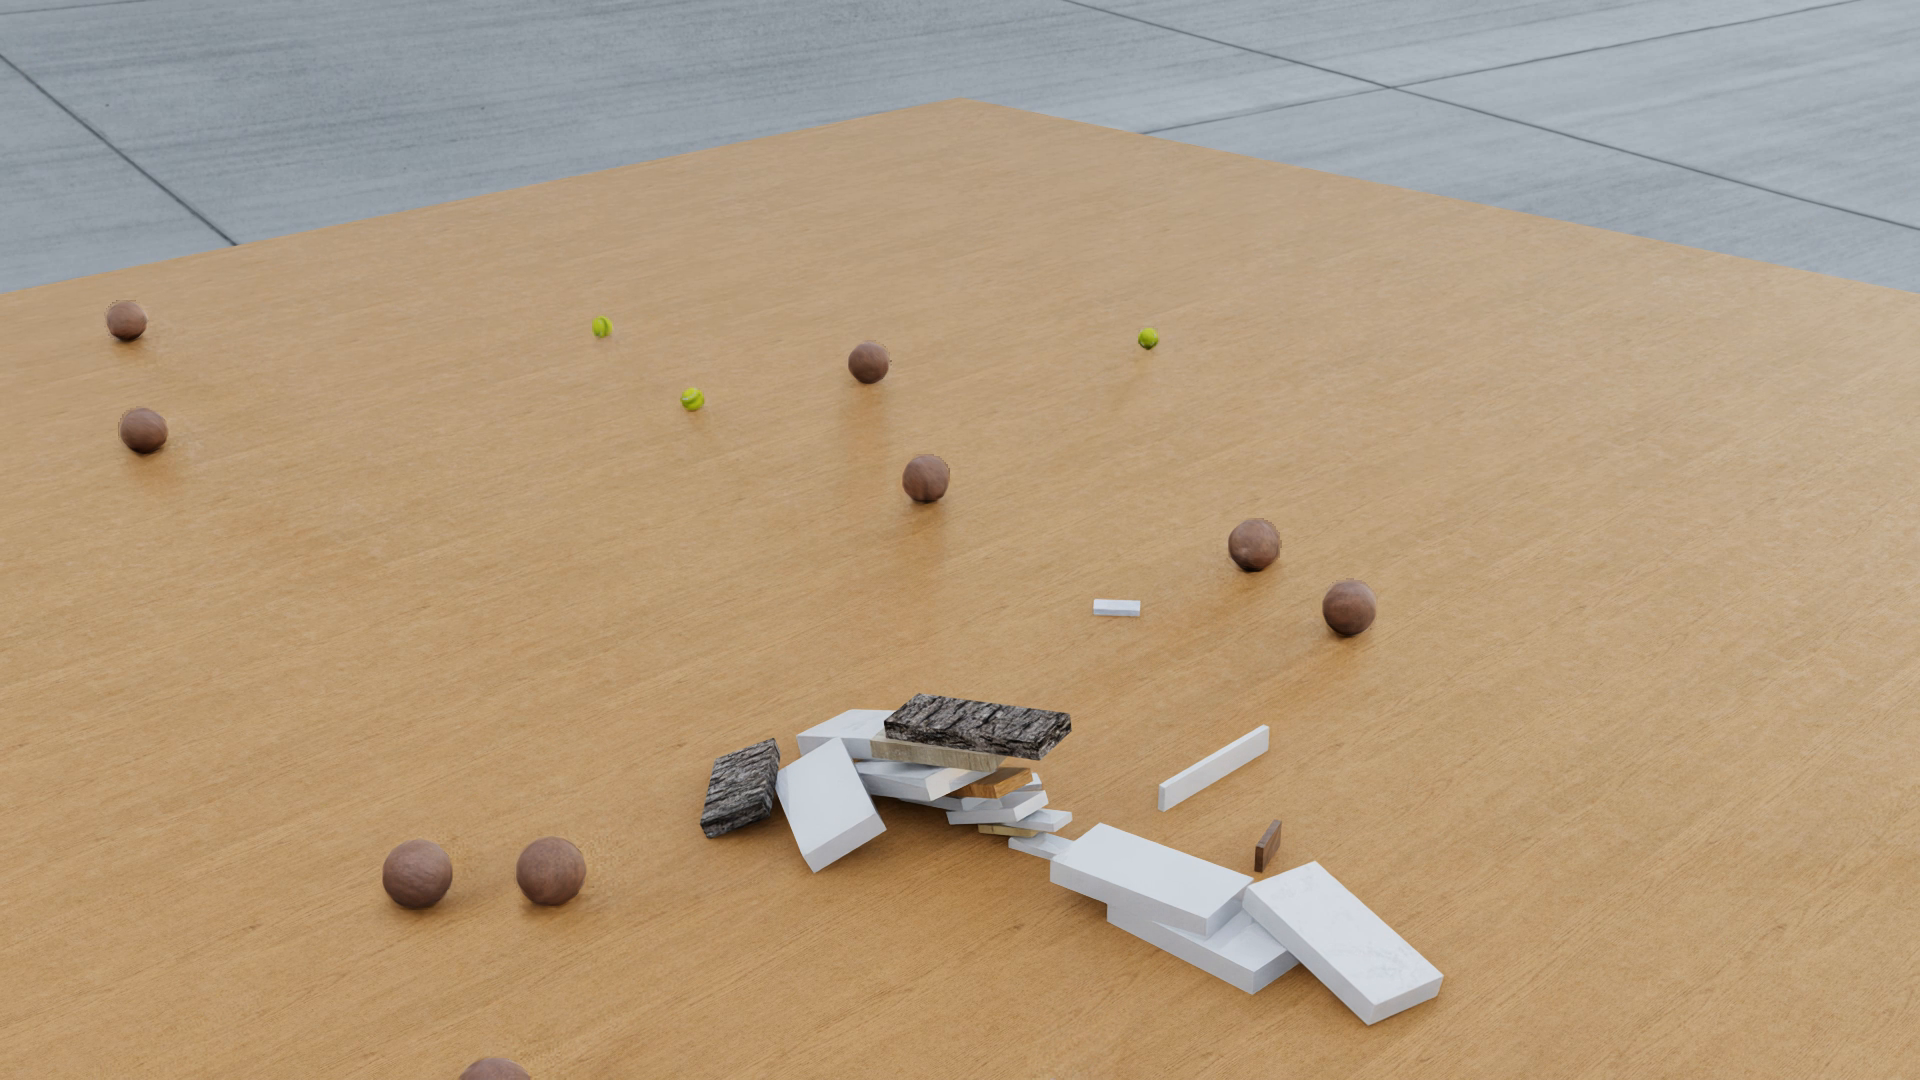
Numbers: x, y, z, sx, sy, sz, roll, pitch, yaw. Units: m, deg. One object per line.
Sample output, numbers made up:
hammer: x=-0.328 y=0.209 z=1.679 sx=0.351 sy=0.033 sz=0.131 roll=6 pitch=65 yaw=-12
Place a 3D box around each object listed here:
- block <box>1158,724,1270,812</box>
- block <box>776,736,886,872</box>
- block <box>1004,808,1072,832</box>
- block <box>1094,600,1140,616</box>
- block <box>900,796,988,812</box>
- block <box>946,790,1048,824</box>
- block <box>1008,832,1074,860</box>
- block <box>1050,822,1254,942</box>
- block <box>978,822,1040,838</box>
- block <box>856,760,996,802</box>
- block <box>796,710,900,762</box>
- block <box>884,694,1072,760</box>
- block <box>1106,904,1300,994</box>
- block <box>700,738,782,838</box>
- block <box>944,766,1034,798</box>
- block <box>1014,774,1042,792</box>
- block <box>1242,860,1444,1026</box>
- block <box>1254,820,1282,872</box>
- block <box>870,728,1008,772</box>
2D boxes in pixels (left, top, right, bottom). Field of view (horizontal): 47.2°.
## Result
block: x=0.530 y=0.473 z=4.575 sx=0.016 sy=0.056 sz=0.358 roll=20 pitch=30 yaw=39
block: x=-0.266 y=0.522 z=4.382 sx=0.164 sy=0.046 sz=0.328 roll=-31 pitch=27 yaw=-3
block: x=0.153 y=0.549 z=4.328 sx=0.123 sy=0.017 sz=0.062 roll=2 pitch=17 yaw=39
block: x=0.382 y=0.165 z=5.352 sx=0.113 sy=0.016 sz=0.056 roll=2 pitch=23 yaw=5
block: x=-0.026 y=0.510 z=4.460 sx=0.096 sy=0.027 sz=0.193 roll=-23 pitch=17 yaw=-40
block: x=0.074 y=0.533 z=4.377 sx=0.193 sy=0.027 sz=0.096 roll=-10 pitch=10 yaw=46
block: x=0.164 y=0.600 z=4.325 sx=0.123 sy=0.017 sz=0.062 roll=13 pitch=26 yaw=28
block: x=0.355 y=0.632 z=4.087 sx=0.338 sy=0.048 sz=0.169 roll=16 pitch=28 yaw=33
block: x=0.104 y=0.566 z=4.367 sx=0.123 sy=0.017 sz=0.062 roll=0 pitch=16 yaw=34
block: x=-0.089 y=0.466 z=4.442 sx=0.164 sy=0.046 sz=0.328 roll=-21 pitch=9 yaw=-33
block: x=-0.174 y=0.408 z=4.612 sx=0.328 sy=0.046 sz=0.164 roll=-3 pitch=15 yaw=46
block: x=0.034 y=0.365 z=4.321 sx=0.347 sy=0.038 sz=0.134 roll=5 pitch=24 yaw=30
block: x=0.453 y=0.709 z=4.027 sx=0.338 sy=0.048 sz=0.169 roll=21 pitch=31 yaw=40
block: x=-0.444 y=0.502 z=4.468 sx=0.134 sy=0.038 sz=0.268 roll=-20 pitch=21 yaw=9
block: x=0.046 y=0.479 z=4.356 sx=0.096 sy=0.027 sz=0.193 roll=-21 pitch=10 yaw=-36
block: x=0.119 y=0.504 z=4.556 sx=0.093 sy=0.013 sz=0.046 roll=-5 pitch=23 yaw=-11
block: x=0.679 y=0.714 z=3.924 sx=0.169 sy=0.048 sz=0.338 roll=-13 pitch=38 yaw=-33
block: x=0.600 y=0.596 z=4.284 sx=0.016 sy=0.056 sz=0.113 roll=11 pitch=25 yaw=23
block: x=-0.028 y=0.399 z=4.359 sx=0.268 sy=0.038 sz=0.134 roll=4 pitch=23 yaw=28
